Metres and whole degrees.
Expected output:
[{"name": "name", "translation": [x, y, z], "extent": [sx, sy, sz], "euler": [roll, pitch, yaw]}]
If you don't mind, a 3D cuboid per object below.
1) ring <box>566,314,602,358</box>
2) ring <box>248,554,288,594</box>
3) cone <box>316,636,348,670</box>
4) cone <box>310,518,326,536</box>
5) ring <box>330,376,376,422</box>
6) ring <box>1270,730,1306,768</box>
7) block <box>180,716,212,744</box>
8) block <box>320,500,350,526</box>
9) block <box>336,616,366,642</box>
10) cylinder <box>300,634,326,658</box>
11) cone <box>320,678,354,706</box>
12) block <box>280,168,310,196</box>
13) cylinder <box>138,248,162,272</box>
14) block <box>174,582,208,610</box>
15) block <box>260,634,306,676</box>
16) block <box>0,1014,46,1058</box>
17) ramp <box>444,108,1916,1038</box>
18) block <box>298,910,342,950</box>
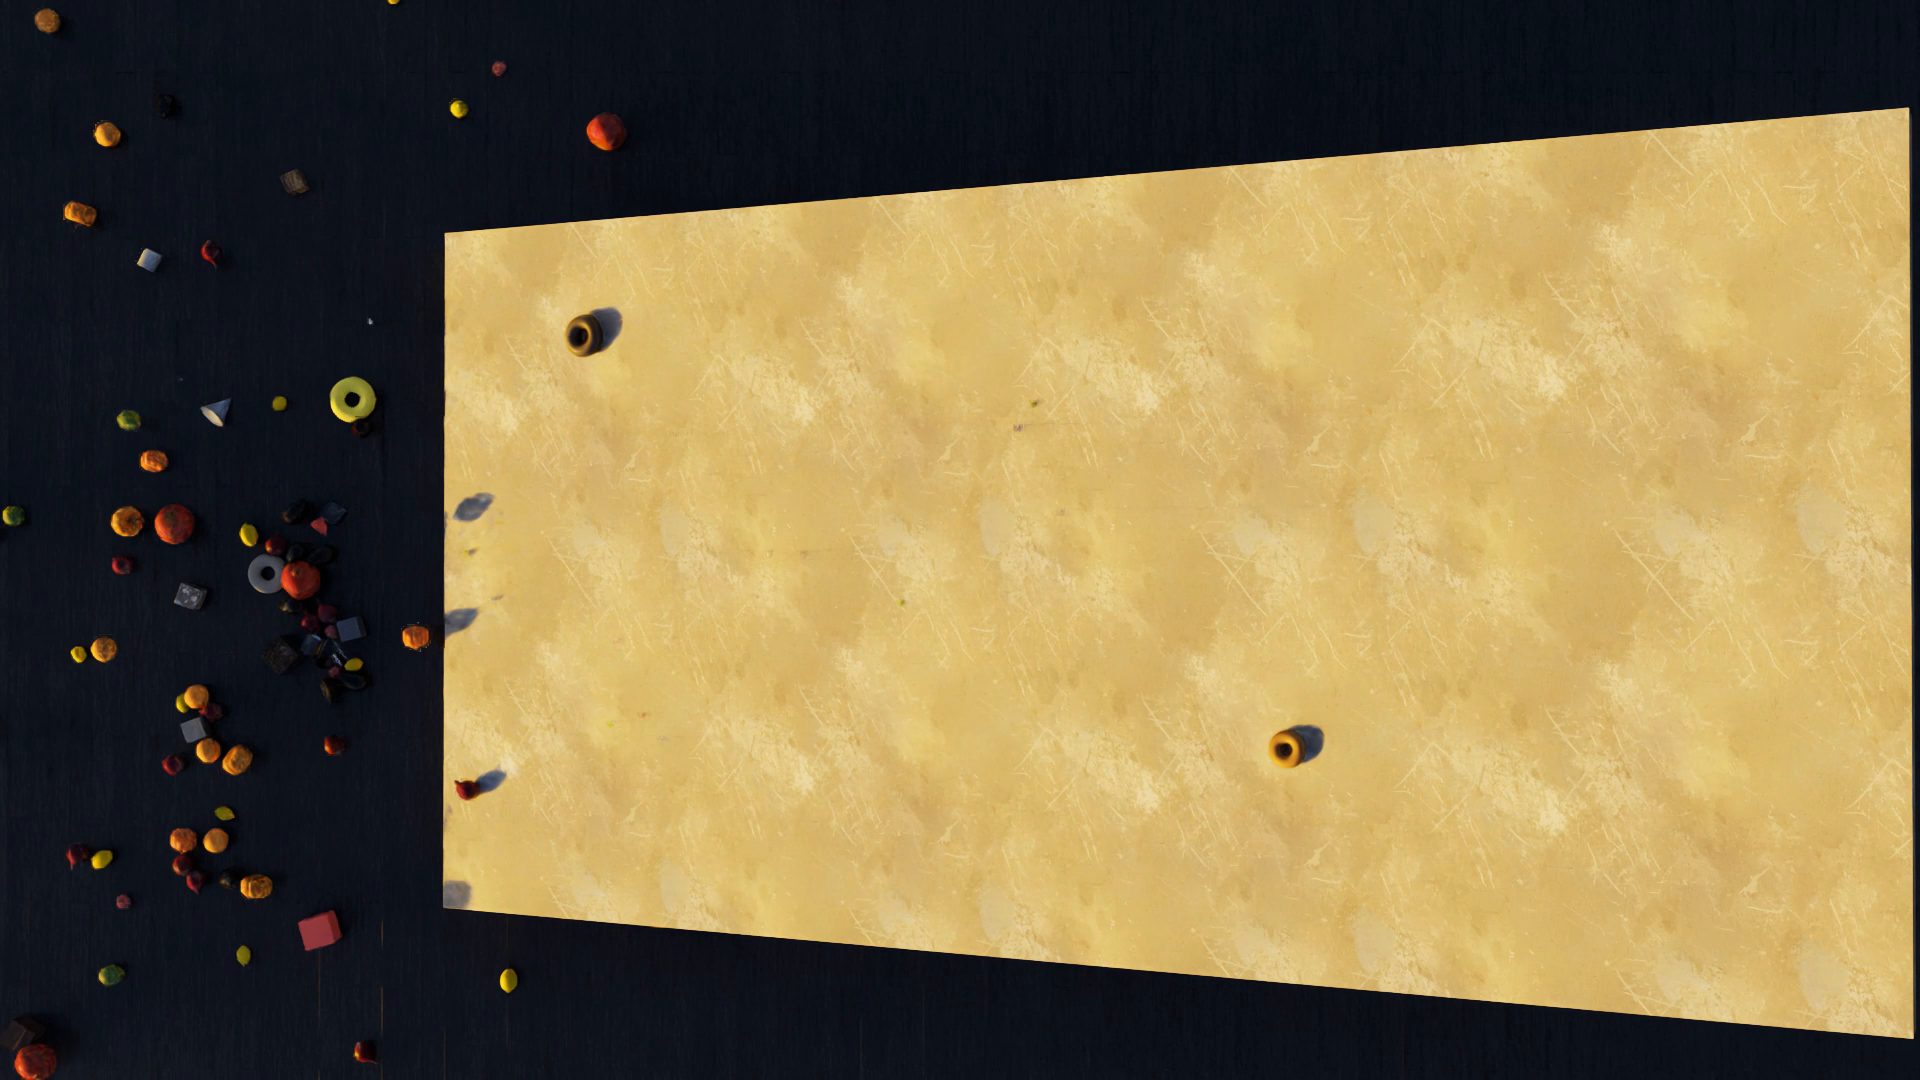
[{"name": "ring", "translation": [-1.074, -0.583, 6.277], "extent": [0.122, 0.041, 0.122], "euler": [0, 91, 28]}, {"name": "ring", "translation": [-2.073, 0.100, 6.592], "extent": [0.122, 0.041, 0.122], "euler": [0, 88, -1]}, {"name": "cone", "translation": [-1.885, 0.324, 6.588], "extent": [0.094, 0.094, 0.094], "euler": [-13, 63, 0]}, {"name": "cone", "translation": [-1.915, -0.033, 6.601], "extent": [0.052, 0.052, 0.052], "euler": [-21, 116, 0]}, {"name": "ring", "translation": [-1.821, -0.421, 6.595], "extent": [0.137, 0.046, 0.137], "euler": [0, 90, -1]}, {"name": "ring", "translation": [0.793, 0.508, 5.331], "extent": [0.093, 0.031, 0.093], "euler": [-1, 88, 28]}, {"name": "block", "translation": [-2.284, 0.566, 6.576], "extent": [0.060, 0.060, 0.060], "euler": [-21, 89, 0]}, {"name": "block", "translation": [-1.874, -0.079, 6.587], "extent": [0.053, 0.053, 0.053], "euler": [41, 90, 0]}, {"name": "block", "translation": [-1.820, 0.266, 6.579], "extent": [0.062, 0.062, 0.062], "euler": [-16, 89, 0]}, {"name": "cylinder", "translation": [-1.937, 0.317, 6.581], "extent": [0.057, 0.057, 0.057], "euler": [27, 89, 0]}, {"name": "cone", "translation": [-1.858, 0.439, 6.588], "extent": [0.090, 0.090, 0.090], "euler": [-22, 89, -27]}, {"name": "block", "translation": [-1.995, -1.071, 6.596], "extent": [0.057, 0.057, 0.057], "euler": [-24, 89, 0]}, {"name": "cylinder", "translation": [-2.429, -0.839, 6.593], "extent": [0.057, 0.057, 0.057], "euler": [26, 90, 0]}, {"name": "block", "translation": [-2.301, 0.168, 6.579], "extent": [0.063, 0.063, 0.063], "euler": [20, 89, 0]}, {"name": "block", "translation": [-2.021, 0.344, 6.566], "extent": [0.085, 0.085, 0.085], "euler": [-45, 90, 0]}, {"name": "block", "translation": [-2.794, 1.477, 6.556], "extent": [0.081, 0.081, 0.081], "euler": [32, 89, 1]}, {"name": "ramp", "translation": [0.279, 0.079, 5.668], "extent": [4.000, 0.100, 2.000], "euler": [0, 89, 27]}, {"name": "block", "translation": [-1.908, 1.163, 6.556], "extent": [0.088, 0.088, 0.088], "euler": [-17, 89, 0]}]
